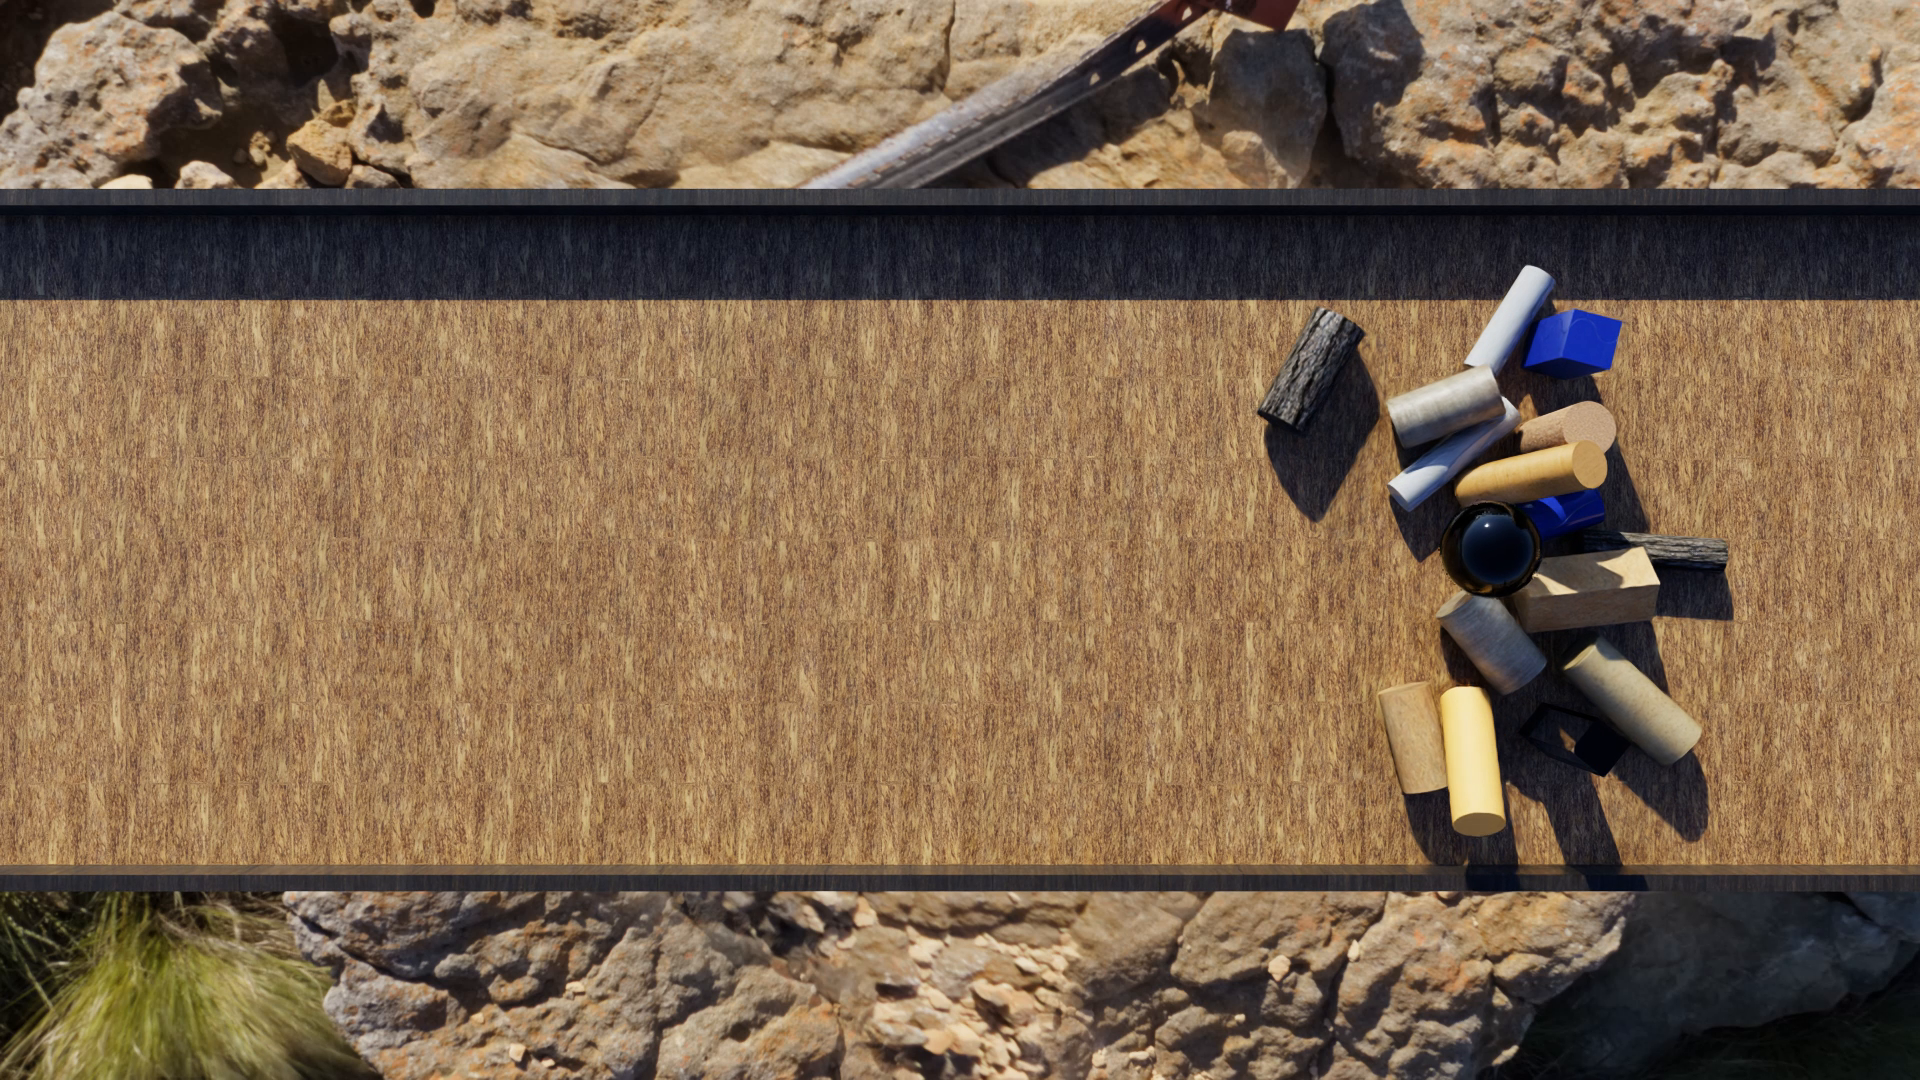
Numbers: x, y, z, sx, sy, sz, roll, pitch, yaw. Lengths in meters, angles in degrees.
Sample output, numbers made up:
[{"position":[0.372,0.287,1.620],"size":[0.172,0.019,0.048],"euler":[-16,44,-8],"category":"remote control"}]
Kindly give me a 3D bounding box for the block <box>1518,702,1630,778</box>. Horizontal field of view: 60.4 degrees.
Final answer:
[{"position":[1.801,0.583,4.855],"size":[0.121,0.442,0.121],"euler":[39,90,0],"category":"block"}]

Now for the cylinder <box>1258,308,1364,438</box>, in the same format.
[{"position":[1.062,-0.506,4.993],"size":[0.167,0.167,0.358],"euler":[30,90,0],"category":"cylinder"}]

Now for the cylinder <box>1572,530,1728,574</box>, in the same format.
[{"position":[2.098,0.035,5.023],"size":[0.434,0.107,0.107],"euler":[4,90,0],"category":"cylinder"}]

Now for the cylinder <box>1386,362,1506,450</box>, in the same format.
[{"position":[1.459,-0.400,4.953],"size":[0.312,0.161,0.161],"euler":[-21,90,17],"category":"cylinder"}]

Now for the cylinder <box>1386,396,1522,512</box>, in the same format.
[{"position":[1.504,-0.263,5.022],"size":[0.431,0.110,0.110],"euler":[-39,90,0],"category":"cylinder"}]

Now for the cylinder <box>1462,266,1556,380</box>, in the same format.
[{"position":[1.672,-0.658,5.023],"size":[0.107,0.107,0.353],"euler":[32,90,0],"category":"cylinder"}]

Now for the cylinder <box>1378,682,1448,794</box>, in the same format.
[{"position":[1.381,0.598,4.997],"size":[0.159,0.159,0.306],"euler":[-14,90,0],"category":"cylinder"}]

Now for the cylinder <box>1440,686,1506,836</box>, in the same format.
[{"position":[1.519,0.652,4.892],"size":[0.148,0.148,0.422],"euler":[6,54,0],"category":"cylinder"}]

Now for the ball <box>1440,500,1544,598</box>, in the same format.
[{"position":[1.543,0.026,4.790],"size":[0.284,0.284,0.284],"euler":[0,90,0],"category":"ball"}]

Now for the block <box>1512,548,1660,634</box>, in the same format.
[{"position":[1.875,0.151,4.952],"size":[0.372,0.155,0.155],"euler":[-7,133,5],"category":"block"}]

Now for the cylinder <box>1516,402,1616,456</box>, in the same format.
[{"position":[1.798,-0.307,4.910],"size":[0.161,0.314,0.161],"euler":[1,85,-6],"category":"cylinder"}]

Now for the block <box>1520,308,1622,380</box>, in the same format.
[{"position":[1.815,-0.579,4.910],"size":[0.144,0.330,0.144],"euler":[15,90,-2],"category":"block"}]

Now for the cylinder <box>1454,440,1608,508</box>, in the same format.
[{"position":[1.667,-0.184,4.843],"size":[0.139,0.457,0.139],"euler":[4,80,-27],"category":"cylinder"}]

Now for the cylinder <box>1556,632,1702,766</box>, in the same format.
[{"position":[2.022,0.479,4.993],"size":[0.420,0.168,0.168],"euler":[42,90,0],"category":"cylinder"}]

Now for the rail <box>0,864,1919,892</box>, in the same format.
[{"position":[-2.247,1.025,5.001],"size":[12.000,0.150,0.050],"euler":[0,90,0],"category":"rail"}]

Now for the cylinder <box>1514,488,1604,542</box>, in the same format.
[{"position":[1.716,-0.053,5.004],"size":[0.431,0.146,0.146],"euler":[-18,90,0],"category":"cylinder"}]

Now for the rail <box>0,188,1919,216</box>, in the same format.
[{"position":[-2.247,-1.025,5.002],"size":[12.000,0.150,0.050],"euler":[0,90,0],"category":"rail"}]

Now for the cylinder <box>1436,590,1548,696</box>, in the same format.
[{"position":[1.605,0.297,4.987],"size":[0.179,0.179,0.300],"euler":[-39,90,0],"category":"cylinder"}]
